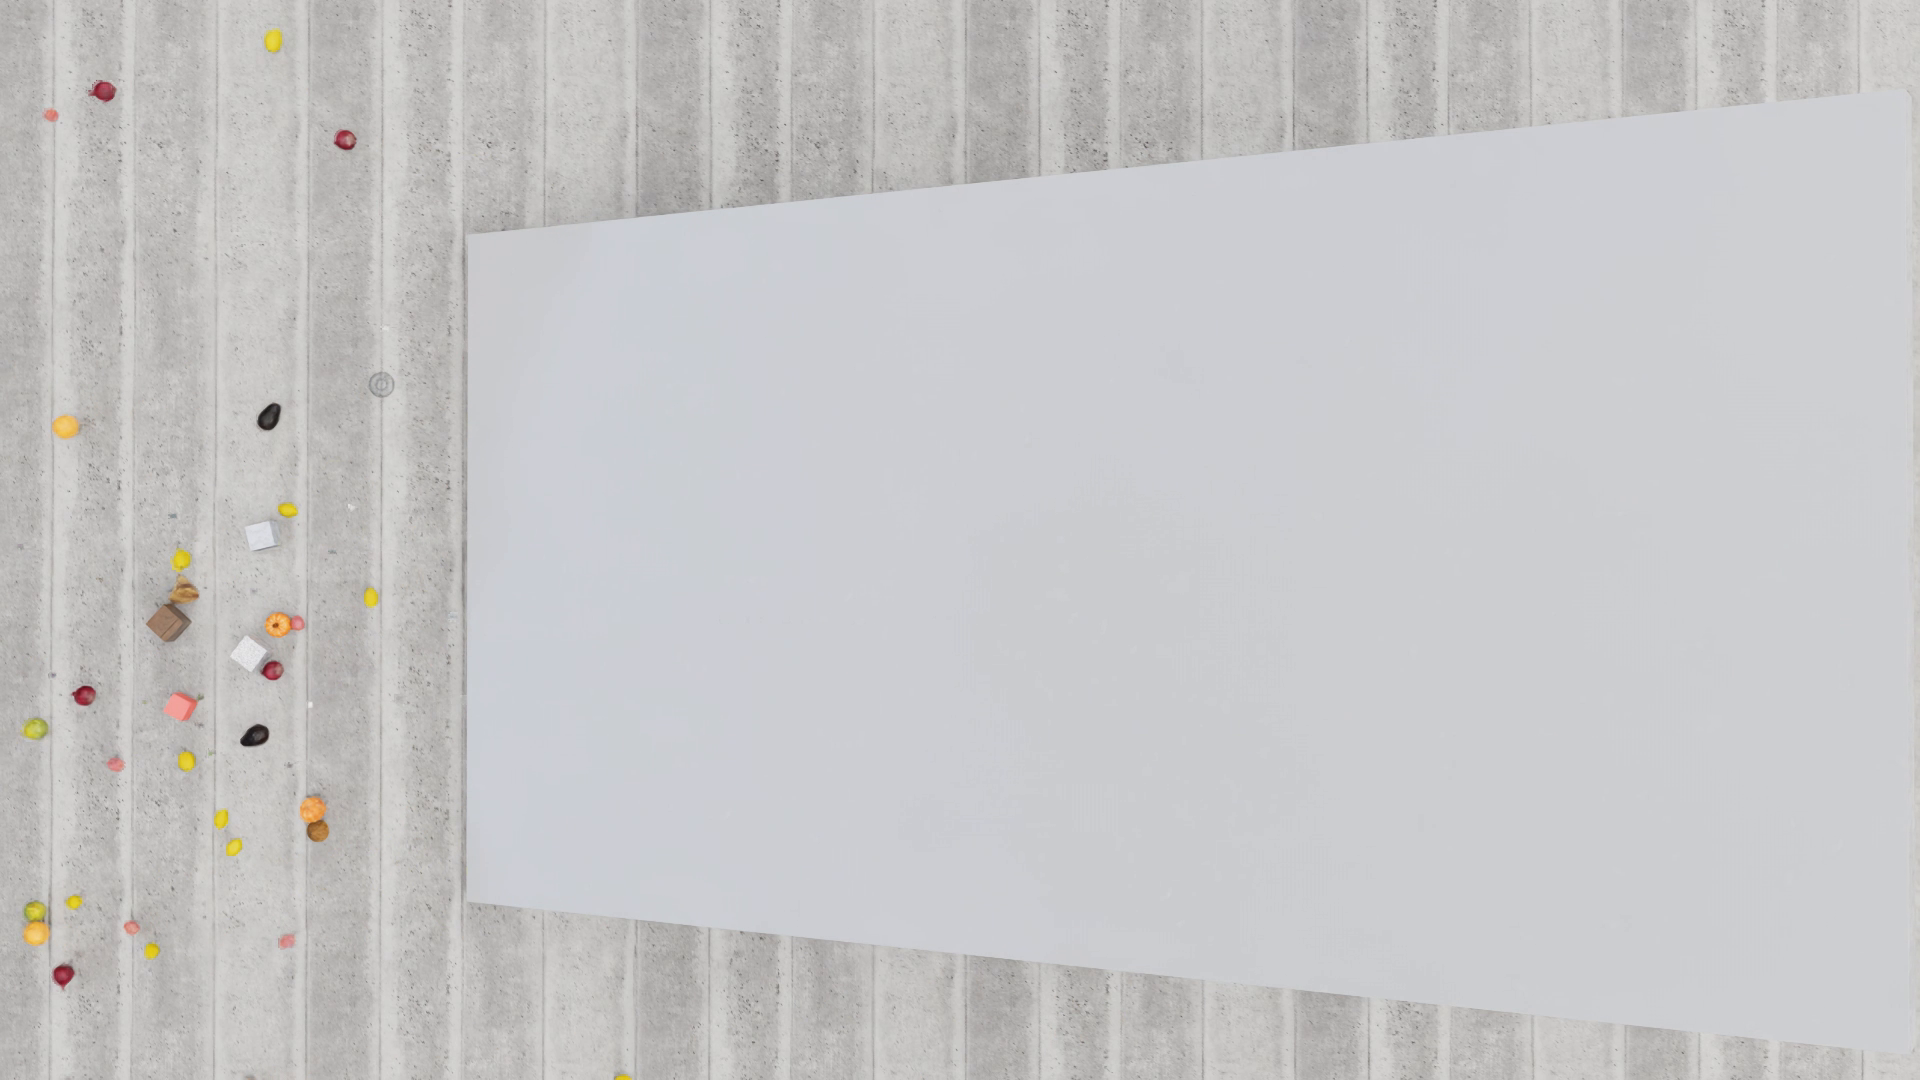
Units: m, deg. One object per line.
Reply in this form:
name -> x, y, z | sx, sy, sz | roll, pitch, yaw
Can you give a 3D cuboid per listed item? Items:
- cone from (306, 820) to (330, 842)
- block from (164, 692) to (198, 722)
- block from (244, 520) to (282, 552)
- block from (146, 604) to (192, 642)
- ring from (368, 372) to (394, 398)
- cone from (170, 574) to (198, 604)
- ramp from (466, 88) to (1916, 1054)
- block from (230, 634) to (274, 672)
cone -> -1.949, 0.882, 6.640 | 0.068, 0.068, 0.068 | 0, 89, 0
block -> -2.355, 0.504, 6.647 | 0.062, 0.062, 0.062 | 28, 90, 0
block -> -2.104, -0.012, 6.645 | 0.075, 0.075, 0.075 | -14, 89, 0
block -> -2.388, 0.251, 6.640 | 0.080, 0.080, 0.080 | 43, 90, 0
ring -> -1.755, -0.471, 6.674 | 0.080, 0.027, 0.080 | 0, 88, 1
cone -> -2.359, 0.136, 6.663 | 0.085, 0.085, 0.085 | -22, 63, 0
ramp -> 0.267, 0.074, 5.618 | 4.000, 0.100, 2.000 | 0, 89, 31
block -> -2.136, 0.341, 6.640 | 0.080, 0.080, 0.080 | 37, 90, 0
